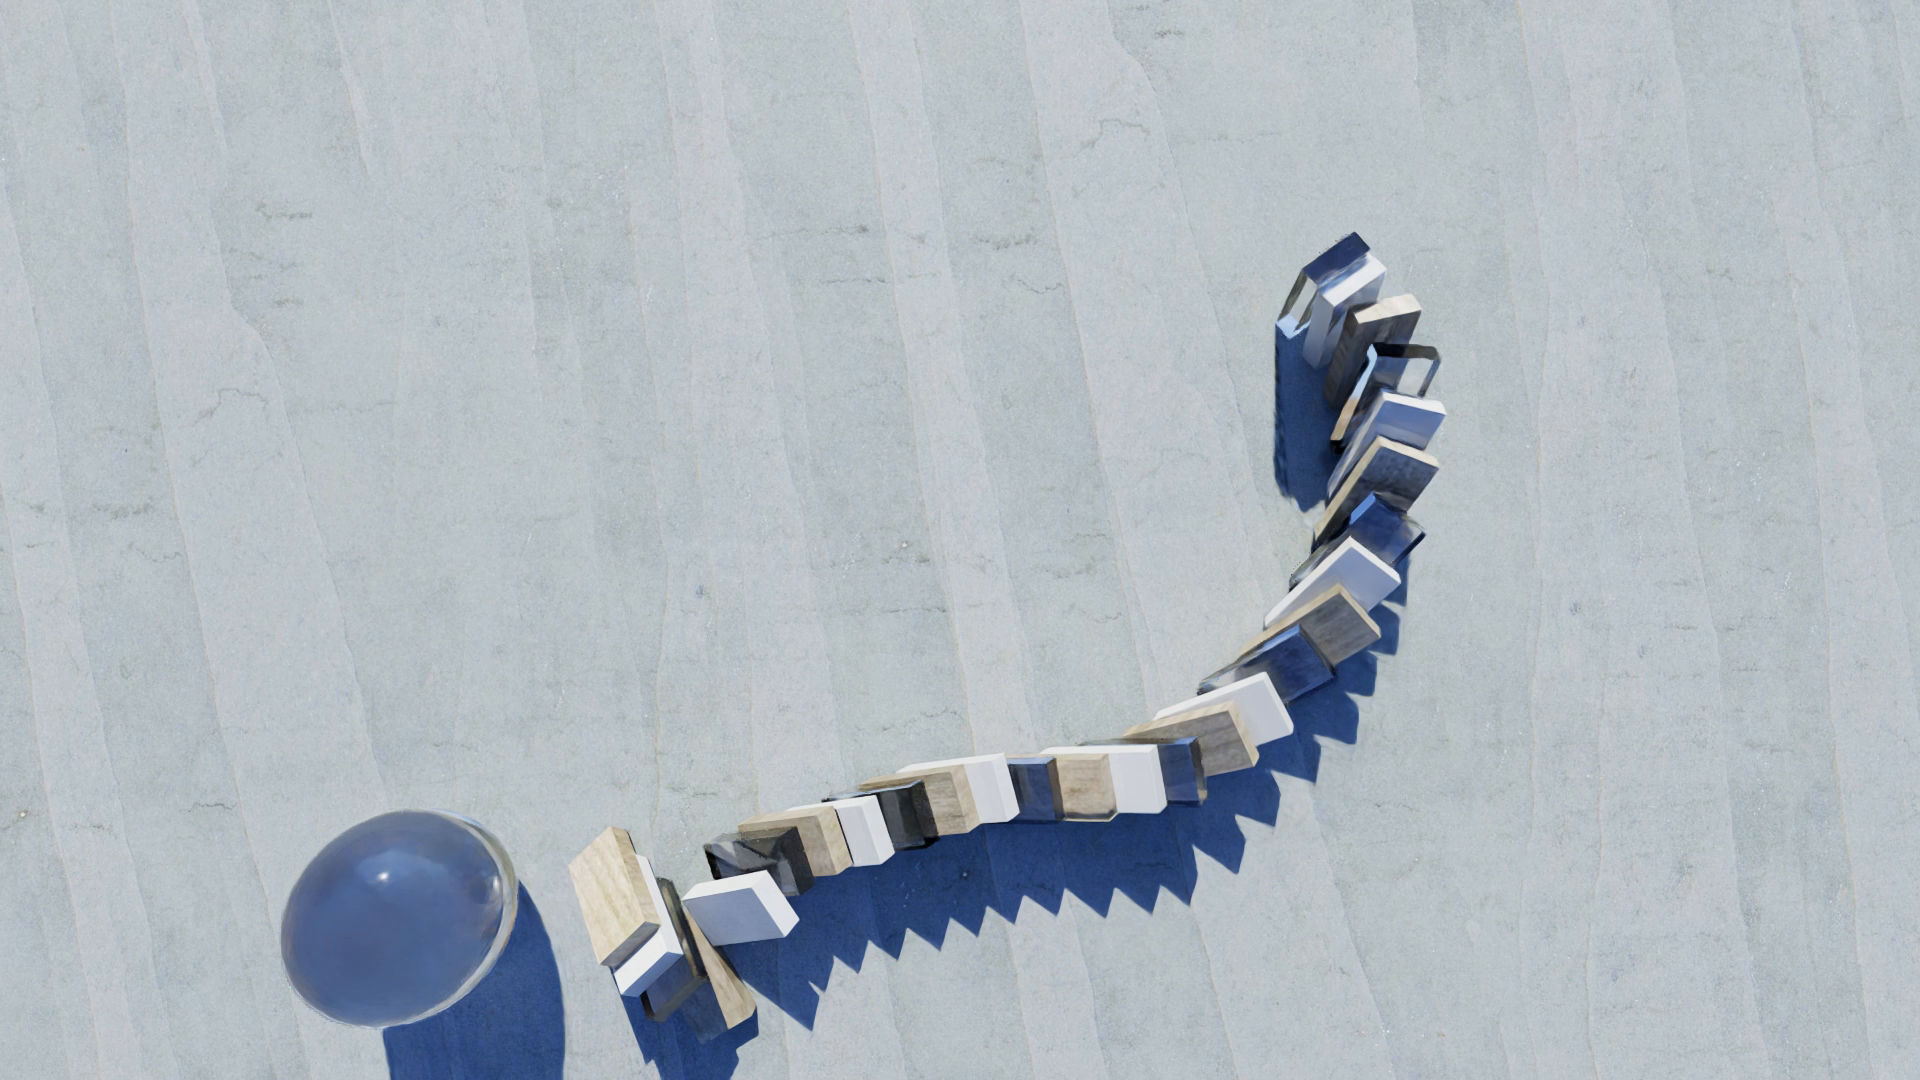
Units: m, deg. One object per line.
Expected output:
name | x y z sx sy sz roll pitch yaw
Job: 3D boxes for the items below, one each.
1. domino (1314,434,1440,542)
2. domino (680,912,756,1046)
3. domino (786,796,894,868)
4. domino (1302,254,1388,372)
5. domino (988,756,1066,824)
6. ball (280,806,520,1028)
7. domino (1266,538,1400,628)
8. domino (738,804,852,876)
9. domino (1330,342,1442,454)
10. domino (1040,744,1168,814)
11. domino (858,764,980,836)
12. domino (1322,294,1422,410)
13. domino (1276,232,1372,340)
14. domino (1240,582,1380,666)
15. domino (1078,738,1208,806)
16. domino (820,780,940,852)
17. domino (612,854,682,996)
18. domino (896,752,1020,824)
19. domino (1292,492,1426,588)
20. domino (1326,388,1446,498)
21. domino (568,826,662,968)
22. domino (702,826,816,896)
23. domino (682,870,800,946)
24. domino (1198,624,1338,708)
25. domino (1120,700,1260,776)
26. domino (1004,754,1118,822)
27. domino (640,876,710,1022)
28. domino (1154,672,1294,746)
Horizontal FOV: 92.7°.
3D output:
domino | 0.172 -0.017 0.381 0.025 0.009 0.050 21 126 0
domino | -0.112 0.188 0.395 0.025 0.009 0.050 -31 90 0
domino | -0.053 0.123 0.382 0.050 0.009 0.025 -18 90 33
domino | 0.156 -0.092 0.375 0.025 0.050 0.010 -35 67 0
domino | 0.017 0.105 0.384 0.050 0.009 0.025 -9 90 29
ball | -0.218 0.146 0.360 0.080 0.080 0.080 0 90 0
domino | 0.155 0.025 0.384 0.025 0.010 0.050 37 119 0
domino | -0.069 0.127 0.382 0.050 0.009 0.025 -19 90 35
domino | 0.175 -0.057 0.379 0.025 0.050 0.009 3 47 0
domino | 0.059 0.100 0.382 0.050 0.009 0.025 -10 90 33
domino | -0.018 0.110 0.382 0.050 0.009 0.025 -18 87 34
domino | 0.168 -0.076 0.377 0.025 0.050 0.010 -12 56 0
domino | 0.147 -0.103 0.375 0.025 0.050 0.009 -35 77 0
domino | 0.145 0.043 0.383 0.025 0.010 0.050 47 119 -3
domino | 0.075 0.096 0.382 0.050 0.010 0.025 -10 90 33
domino | -0.034 0.116 0.382 0.050 0.010 0.025 -18 87 34
domino | -0.135 0.159 0.380 0.025 0.010 0.050 -43 49 0
domino | -0.001 0.105 0.382 0.050 0.009 0.025 -16 88 34
domino | 0.166 0.007 0.383 0.025 0.010 0.050 34 121 0
domino | 0.176 -0.037 0.380 0.025 0.009 0.050 14 130 0
domino | -0.144 0.147 0.380 0.025 0.010 0.050 -43 49 0
domino | -0.084 0.135 0.382 0.050 0.010 0.025 -18 90 35
domino | -0.092 0.153 0.380 0.050 0.009 0.025 -24 100 36
domino | 0.128 0.059 0.384 0.050 0.010 0.025 -38 90 28
domino | 0.095 0.086 0.381 0.050 0.009 0.025 -24 92 34
domino | 0.039 0.103 0.383 0.050 0.009 0.025 -9 90 32
domino | -0.124 0.169 0.380 0.025 0.010 0.050 -43 49 0
domino | 0.110 0.077 0.385 0.050 0.010 0.025 -27 90 26
